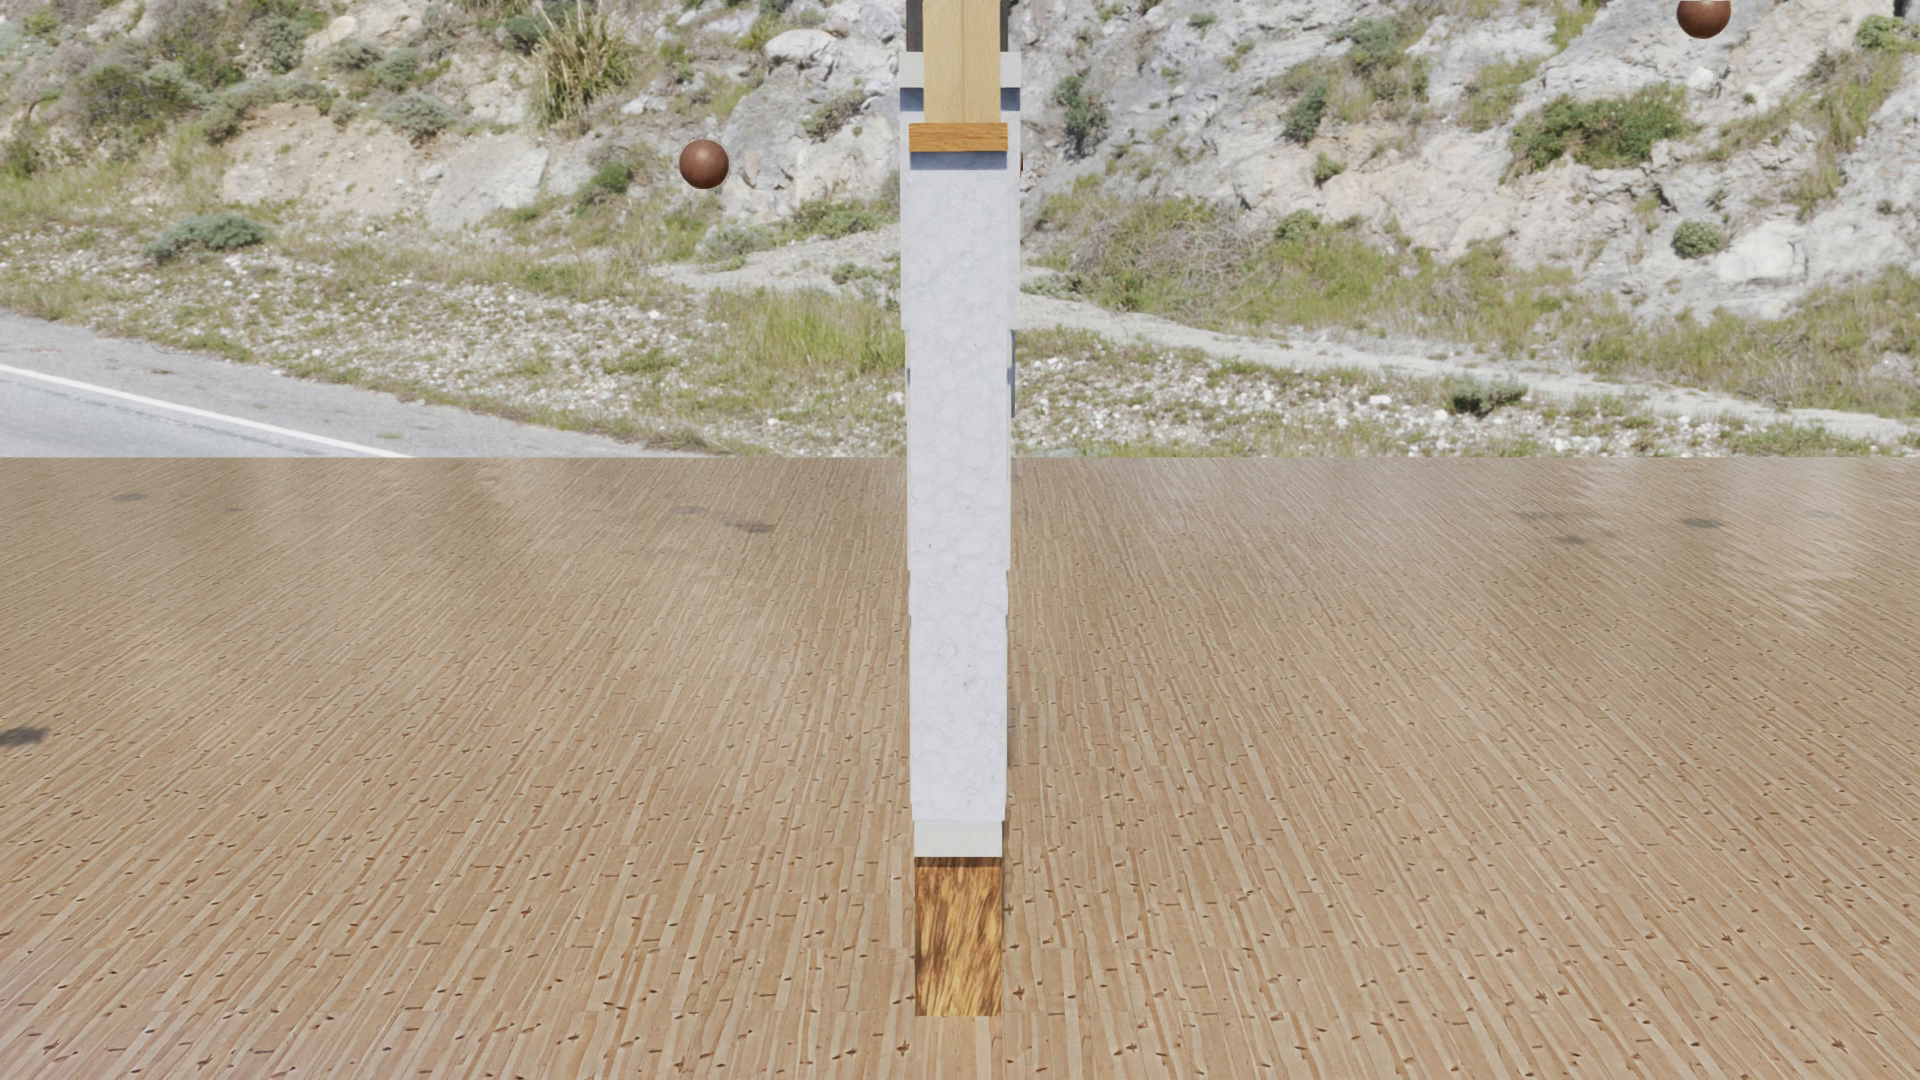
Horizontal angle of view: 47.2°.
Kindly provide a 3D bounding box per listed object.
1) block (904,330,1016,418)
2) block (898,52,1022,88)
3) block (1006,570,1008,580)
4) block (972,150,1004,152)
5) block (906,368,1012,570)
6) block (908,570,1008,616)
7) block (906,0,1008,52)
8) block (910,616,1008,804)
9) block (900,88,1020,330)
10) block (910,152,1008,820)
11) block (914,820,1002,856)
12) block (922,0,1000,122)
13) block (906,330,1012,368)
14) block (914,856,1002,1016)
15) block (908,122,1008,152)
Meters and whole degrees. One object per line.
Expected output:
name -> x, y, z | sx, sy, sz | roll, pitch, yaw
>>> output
block -> 0.000, -0.456, 3.530 | 0.177, 0.518, 0.050 | 0, 11, 0
block -> 0.000, -0.714, 3.361 | 0.177, 0.050, 0.355 | 0, 11, 0
block -> -0.002, -0.107, 3.455 | 0.152, 0.383, 0.043 | 0, 11, 0
block -> -0.002, -0.429, 3.184 | 0.132, 0.265, 0.037 | 0, 11, 0
block -> -0.002, -0.108, 3.248 | 0.152, 0.304, 0.043 | 0, 11, 0
block -> -0.002, 0.062, 3.275 | 0.141, 0.040, 0.283 | 0, 11, 0
block -> -0.005, -0.882, 3.290 | 0.153, 0.306, 0.043 | 0, 11, 0
block -> -0.002, 0.240, 3.213 | 0.141, 0.289, 0.040 | 0, 11, 0
block -> 0.000, -0.493, 3.282 | 0.177, 0.355, 0.050 | 0, 11, 0
block -> -0.002, -0.065, 3.072 | 0.132, 0.941, 0.037 | 0, 11, 0
block -> -0.003, 0.406, 3.210 | 0.124, 0.035, 0.247 | 0, 11, 0
block -> 0.002, -0.744, 3.079 | 0.107, 0.317, 0.030 | -1, 10, 0
block -> -0.002, -0.298, 3.316 | 0.152, 0.043, 0.304 | 0, 11, 0
block -> -0.003, 0.560, 3.155 | 0.124, 0.247, 0.035 | 0, 11, 0
block -> -0.003, -0.562, 3.070 | 0.132, 0.037, 0.265 | -1, 10, 0
